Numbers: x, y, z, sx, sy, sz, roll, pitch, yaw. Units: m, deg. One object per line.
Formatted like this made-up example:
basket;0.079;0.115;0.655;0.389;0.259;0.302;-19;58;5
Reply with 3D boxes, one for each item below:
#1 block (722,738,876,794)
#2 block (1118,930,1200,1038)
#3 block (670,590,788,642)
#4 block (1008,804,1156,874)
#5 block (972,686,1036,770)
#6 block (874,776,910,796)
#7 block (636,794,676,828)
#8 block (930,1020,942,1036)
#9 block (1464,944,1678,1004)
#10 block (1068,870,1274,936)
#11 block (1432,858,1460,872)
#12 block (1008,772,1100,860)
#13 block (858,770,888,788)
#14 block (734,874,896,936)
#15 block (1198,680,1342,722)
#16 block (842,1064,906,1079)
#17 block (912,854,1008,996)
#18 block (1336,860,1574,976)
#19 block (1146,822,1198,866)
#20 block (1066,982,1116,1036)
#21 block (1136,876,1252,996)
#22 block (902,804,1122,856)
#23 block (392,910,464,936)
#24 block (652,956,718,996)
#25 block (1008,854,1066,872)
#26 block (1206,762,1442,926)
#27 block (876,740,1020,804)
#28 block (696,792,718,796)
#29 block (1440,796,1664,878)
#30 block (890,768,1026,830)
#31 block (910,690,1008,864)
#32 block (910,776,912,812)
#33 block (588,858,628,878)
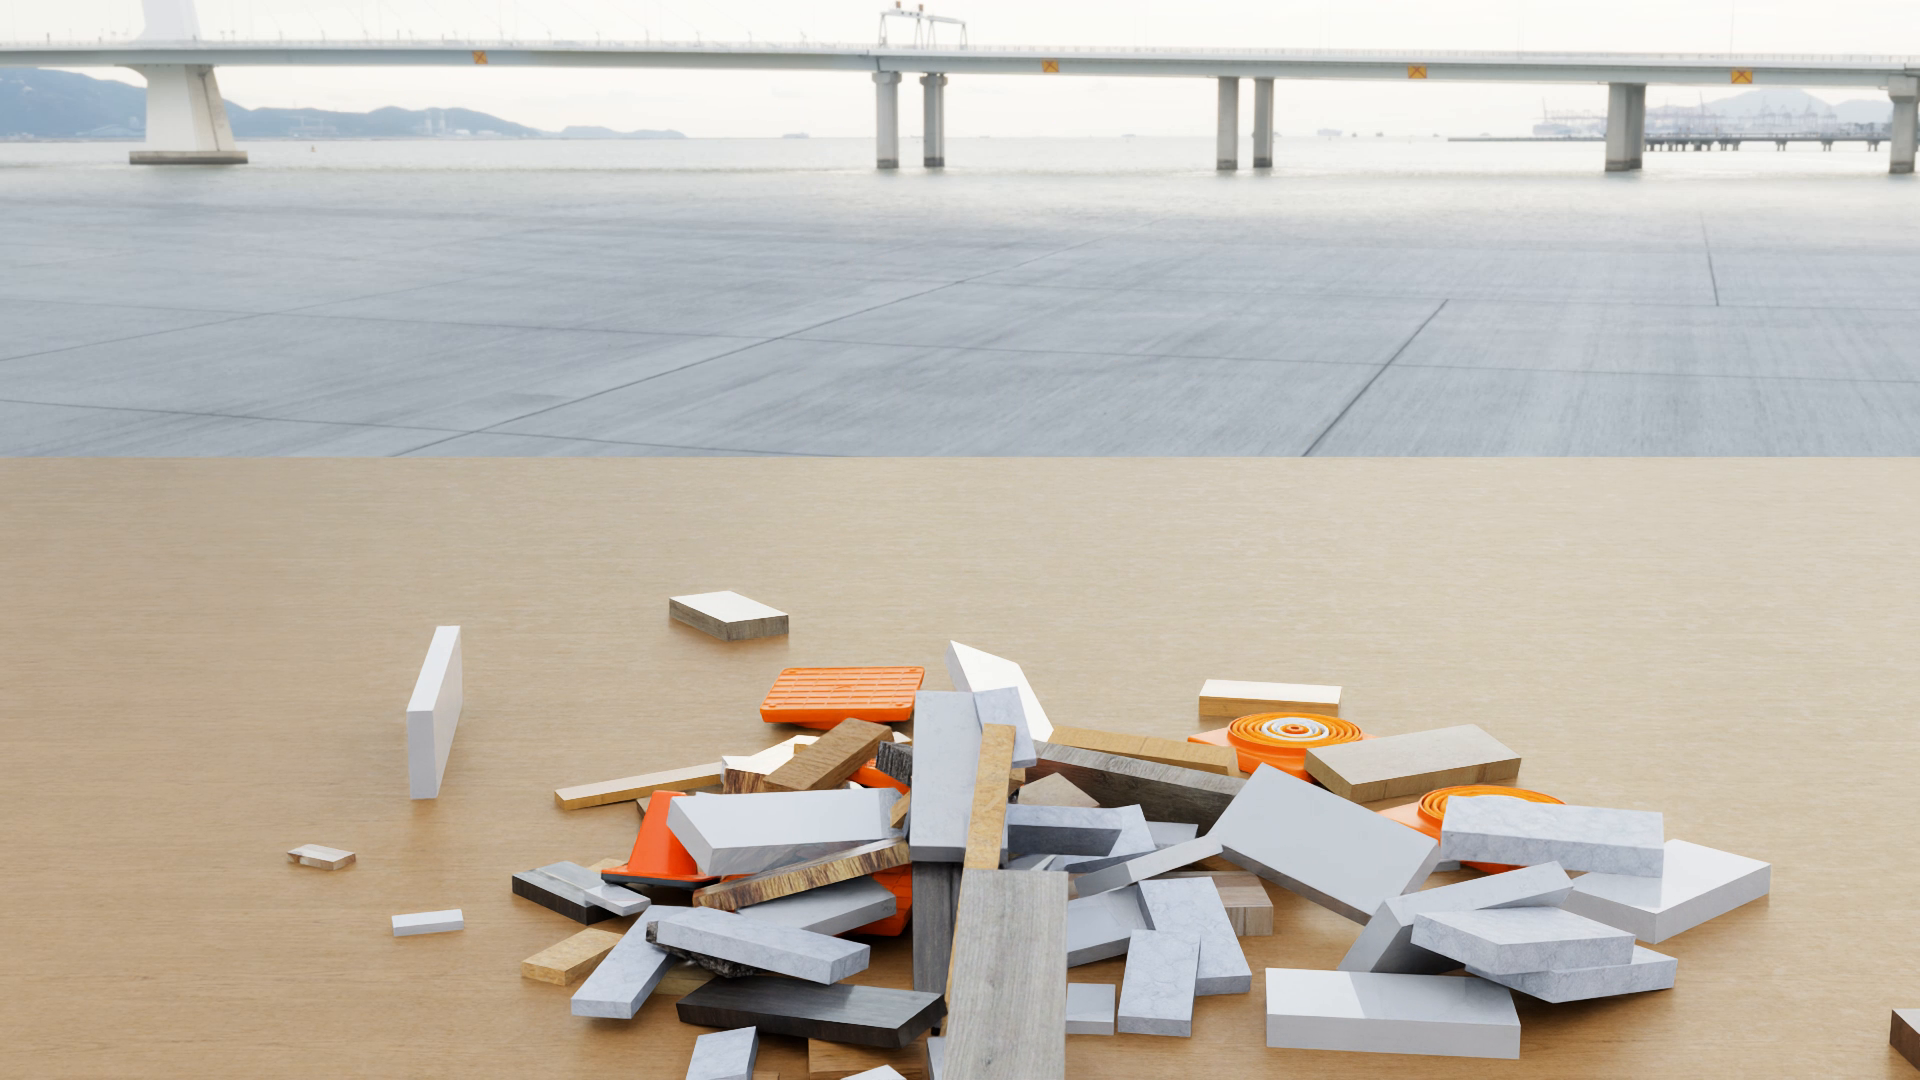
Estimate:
block;-0.291;0.426;4.064;0.167;0.047;0.334;7;7;17
block;0.290;0.638;3.180;0.102;0.029;0.204;2;26;10
block;-0.598;0.194;5.667;0.173;0.049;0.346;-6;12;-31
block;0.195;0.514;3.689;0.246;0.035;0.123;-8;32;-6
block;0.068;0.287;3.342;0.069;0.020;0.139;-7;49;-9
block;-0.116;0.458;4.197;0.097;0.028;0.194;-27;13;-2
block;-0.551;0.499;4.064;0.072;0.020;0.144;-7;8;-16
block;0.013;0.690;3.093;0.097;0.014;0.049;5;12;24
block;0.898;0.623;3.224;0.305;0.043;0.153;4;6;-40
block;0.296;0.588;3.549;0.390;0.048;0.170;0;11;-3
block;0.798;0.557;3.801;0.117;0.017;0.058;-2;11;-13
block;0.102;0.470;3.688;0.241;0.034;0.121;-19;32;-30
block;-0.180;0.455;4.228;0.108;0.015;0.054;-12;19;43
block;-0.219;0.564;3.342;0.220;0.031;0.110;-14;23;-30
block;0.683;0.353;4.832;0.299;0.042;0.149;2;11;13
block;-0.189;0.730;2.700;0.295;0.042;0.148;-12;12;-25
block;0.001;0.545;3.245;0.143;0.285;0.040;0;-30;-2
block;0.740;0.578;3.281;0.340;0.170;0.048;-6;48;-30
block;0.282;0.516;3.782;0.246;0.035;0.123;2;10;11
block;0.188;0.674;3.163;0.069;0.020;0.139;1;11;5
block;0.352;0.599;3.331;0.117;0.033;0.235;-2;29;-9
block;0.082;0.460;3.503;0.336;0.034;0.121;3;-29;-7
block;-0.850;0.611;3.513;0.108;0.015;0.054;-3;11;-17
block;-0.415;0.650;3.280;0.175;0.025;0.087;2;11;10
block;0.063;0.557;3.570;0.202;0.029;0.101;-16;11;21
block;0.591;0.501;3.590;0.340;0.048;0.170;22;59;36
block;-0.024;0.389;3.699;0.171;0.049;0.343;10;-2;-13
block;-0.318;0.473;3.626;0.240;0.034;0.120;9;18;-11
block;1.002;0.500;3.720;0.356;0.050;0.178;3;13;16
block;-0.005;0.404;3.483;0.121;0.034;0.241;14;-35;-21
block;0.000;0.355;3.318;0.143;0.040;0.285;2;48;-1
block;-0.002;0.503;3.352;0.143;0.285;0.040;-1;-4;-3
block;-0.611;0.567;3.760;0.045;0.013;0.091;5;12;26
